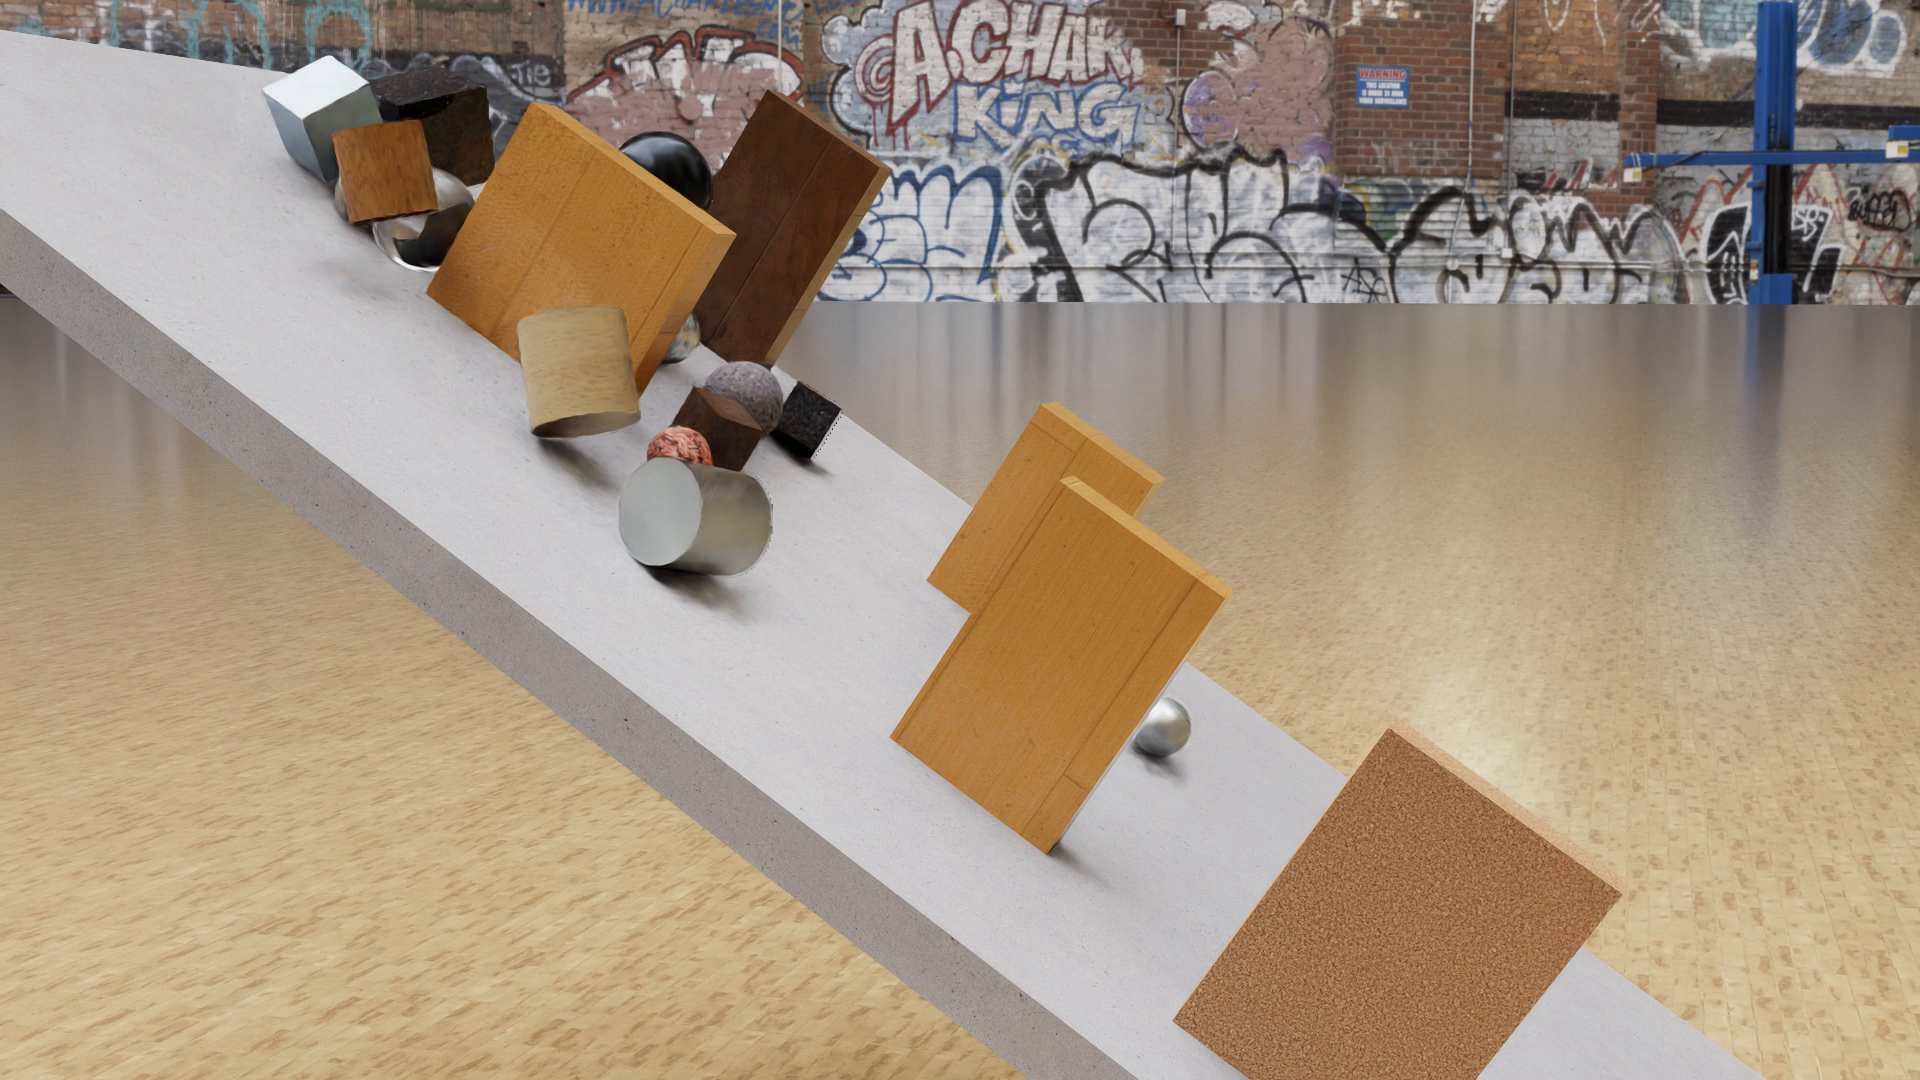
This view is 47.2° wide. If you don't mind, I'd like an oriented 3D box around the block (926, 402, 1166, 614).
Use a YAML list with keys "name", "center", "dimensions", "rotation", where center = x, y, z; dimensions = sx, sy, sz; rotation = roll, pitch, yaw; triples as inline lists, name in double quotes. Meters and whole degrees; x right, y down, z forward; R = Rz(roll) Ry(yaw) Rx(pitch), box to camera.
- name: "block"
  center: [0.170, -0.020, 4.365]
  dimensions: [0.271, 0.426, 0.117]
  rotation: [36, 15, 10]

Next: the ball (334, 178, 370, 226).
- name: "ball"
  center: [-1.160, -0.670, 4.285]
  dimensions: [0.115, 0.115, 0.115]
  rotation: [0, 7, 0]

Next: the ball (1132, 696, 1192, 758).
- name: "ball"
  center: [0.386, 0.359, 4.222]
  dimensions: [0.116, 0.116, 0.116]
  rotation: [0, 7, 0]

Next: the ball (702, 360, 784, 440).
- name: "ball"
  center: [-0.439, -0.276, 4.425]
  dimensions: [0.168, 0.168, 0.168]
  rotation: [0, 7, 0]

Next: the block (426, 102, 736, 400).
- name: "block"
  center: [-0.714, -0.517, 4.124]
  dimensions: [0.441, 0.423, 0.095]
  rotation: [36, 15, 10]

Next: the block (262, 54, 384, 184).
- name: "block"
  center: [-1.255, -0.836, 4.364]
  dimensions: [0.154, 0.154, 0.154]
  rotation: [-36, 52, -24]

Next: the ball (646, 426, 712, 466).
- name: "ball"
  center: [-0.507, -0.146, 3.974]
  dimensions: [0.119, 0.119, 0.119]
  rotation: [0, 7, 0]

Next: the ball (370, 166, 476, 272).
- name: "ball"
  center: [-1.026, -0.615, 4.218]
  dimensions: [0.203, 0.203, 0.203]
  rotation: [0, 7, 0]

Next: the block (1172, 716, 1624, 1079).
- name: "block"
  center: [0.622, 0.590, 3.157]
  dimensions: [0.386, 0.547, 0.087]
  rotation: [36, 15, 10]

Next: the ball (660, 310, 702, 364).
- name: "ball"
  center: [-0.614, -0.439, 4.632]
  dimensions: [0.137, 0.137, 0.137]
  rotation: [0, 7, 0]

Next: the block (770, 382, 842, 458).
- name: "block"
  center: [-0.328, -0.251, 4.618]
  dimensions: [0.107, 0.107, 0.107]
  rotation: [32, -11, -5]

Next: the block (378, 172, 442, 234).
- name: "block"
  center: [-1.130, -0.699, 4.396]
  dimensions: [0.110, 0.110, 0.110]
  rotation: [37, 29, 6]

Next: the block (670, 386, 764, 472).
- name: "block"
  center: [-0.473, -0.205, 4.235]
  dimensions: [0.115, 0.115, 0.115]
  rotation: [19, 21, -43]

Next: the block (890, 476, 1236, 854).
- name: "block"
  center: [0.159, 0.199, 3.504]
  dimensions: [0.316, 0.510, 0.090]
  rotation: [36, 15, 10]

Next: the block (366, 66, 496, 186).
- name: "block"
  center: [-1.107, -0.844, 4.548]
  dimensions: [0.199, 0.199, 0.199]
  rotation: [-23, 36, -35]

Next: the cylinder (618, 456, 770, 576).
- name: "cylinder"
  center: [-0.440, -0.037, 3.648]
  dimensions: [0.179, 0.179, 0.179]
  rotation: [5, -4, 34]

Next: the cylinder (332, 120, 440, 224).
- name: "cylinder"
  center: [-1.046, -0.670, 4.006]
  dimensions: [0.162, 0.162, 0.162]
  rotation: [-9, 8, 1]

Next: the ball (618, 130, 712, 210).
- name: "ball"
  center: [-0.583, -0.692, 4.264]
  dimensions: [0.203, 0.203, 0.203]
  rotation: [0, 7, 0]

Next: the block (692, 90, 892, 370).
- name: "block"
  center: [-0.435, -0.683, 4.944]
  dimensions: [0.315, 0.559, 0.088]
  rotation: [36, 15, 10]

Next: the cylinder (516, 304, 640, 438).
- name: "cylinder"
  center: [-0.663, -0.292, 3.822]
  dimensions: [0.189, 0.189, 0.189]
  rotation: [-9, -7, -1]

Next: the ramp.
- name: "ramp"
  center: [-0.120, 0.204, 4.096]
  dimensions: [4.000, 0.100, 2.000]
  rotation: [36, 15, 10]
